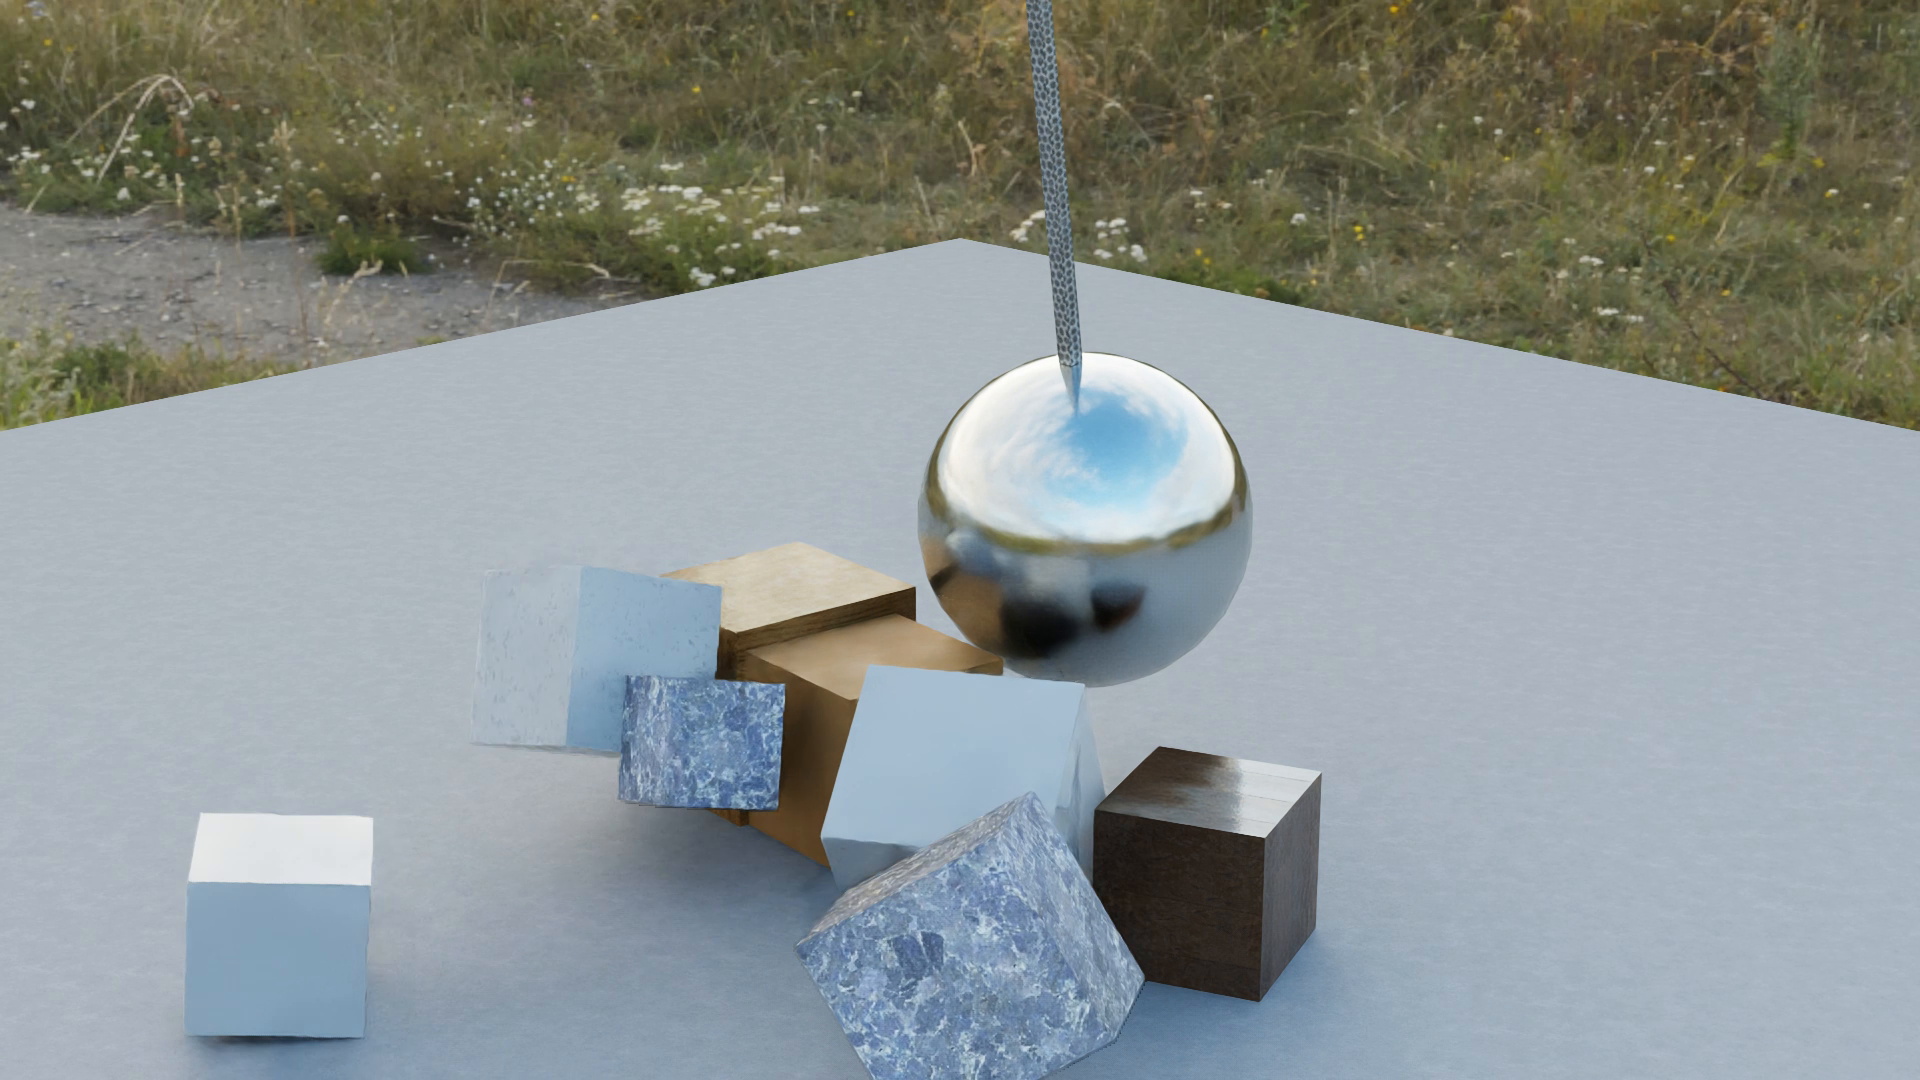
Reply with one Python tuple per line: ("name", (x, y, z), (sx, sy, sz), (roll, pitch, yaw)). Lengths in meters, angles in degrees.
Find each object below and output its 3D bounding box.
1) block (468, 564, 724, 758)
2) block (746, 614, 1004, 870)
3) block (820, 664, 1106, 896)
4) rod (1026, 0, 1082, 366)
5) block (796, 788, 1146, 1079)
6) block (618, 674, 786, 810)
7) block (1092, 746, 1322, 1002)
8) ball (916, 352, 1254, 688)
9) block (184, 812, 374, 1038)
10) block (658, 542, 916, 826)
("block", (-1.699, 0.582, 13.686), (0.798, 0.813, 0.801), (10, -9, -41))
("block", (-0.403, 0.957, 13.834), (0.884, 0.879, 0.836), (-13, 22, -36))
("block", (0.045, 1.197, 12.380), (0.930, 0.973, 0.864), (5, 53, 14))
("rod", (0.257, -3.206, 12.604), (0.080, 5.200, 0.080), (17, 32, 42))
("block", (0.053, 1.601, 11.104), (0.879, 0.855, 0.757), (-30, 2, 16))
("block", (-1.166, 0.910, 13.225), (0.564, 0.564, 0.478), (5, -4, -32))
("block", (1.063, 1.419, 12.594), (0.750, 0.741, 0.789), (8, 19, 23))
("ball", (0.594, -0.095, 13.934), (1.600, 1.600, 1.600), (0, 17, 0))
("block", (-2.788, 1.575, 12.048), (0.706, 0.672, 0.693), (2, 17, -11))
("block", (-0.935, 0.688, 14.520), (1.079, 0.981, 0.954), (-14, 22, -37))
